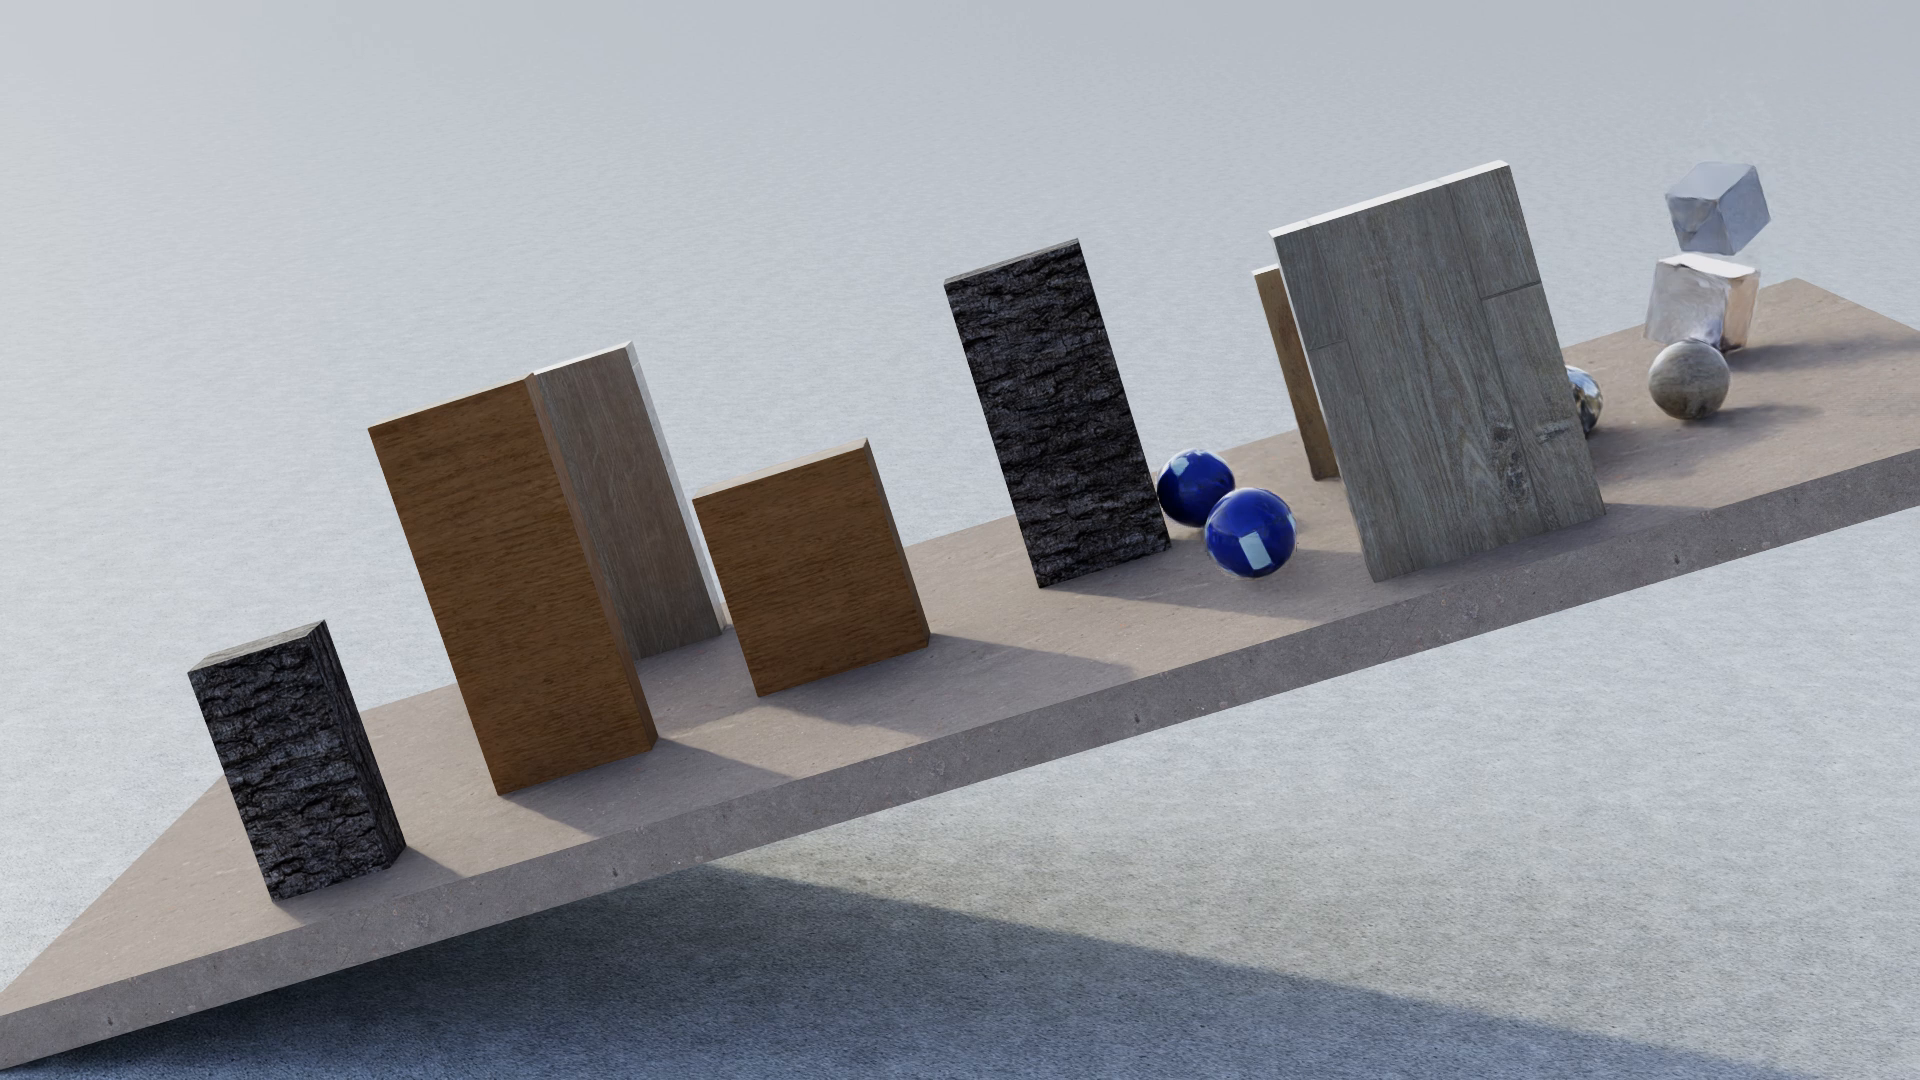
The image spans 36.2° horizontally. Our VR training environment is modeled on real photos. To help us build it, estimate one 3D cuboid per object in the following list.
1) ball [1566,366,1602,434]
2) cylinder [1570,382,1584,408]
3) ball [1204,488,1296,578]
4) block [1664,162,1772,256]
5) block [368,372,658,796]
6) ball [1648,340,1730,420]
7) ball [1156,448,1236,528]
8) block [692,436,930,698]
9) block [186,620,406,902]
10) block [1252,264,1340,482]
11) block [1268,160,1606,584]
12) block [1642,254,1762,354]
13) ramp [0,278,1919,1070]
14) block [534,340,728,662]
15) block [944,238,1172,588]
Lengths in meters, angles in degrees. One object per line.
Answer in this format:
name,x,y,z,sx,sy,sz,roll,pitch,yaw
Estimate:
ball,1.257,-0.285,6.115,0.154,0.154,0.154,0,11,0
cylinder,1.146,-0.246,5.887,0.162,0.162,0.162,20,-2,1
ball,0.562,-0.014,5.684,0.177,0.177,0.177,0,11,0
block,1.654,-0.725,6.421,0.142,0.142,0.142,-40,32,-26
block,-0.902,0.091,5.969,0.332,0.795,0.108,-17,10,5
ball,1.470,-0.322,5.929,0.161,0.161,0.161,0,11,0
ball,0.513,-0.112,6.384,0.173,0.173,0.173,0,11,0
block,-0.308,0.057,6.150,0.372,0.440,0.131,-17,10,5
block,-1.286,0.429,5.720,0.243,0.481,0.148,-17,10,5
block,0.900,-0.418,6.504,0.385,0.480,0.082,-17,10,5
block,0.880,-0.310,5.428,0.441,0.670,0.123,-17,10,5
block,1.624,-0.517,6.437,0.172,0.172,0.172,18,20,32
ramp,0.098,0.184,6.313,4.000,0.100,2.000,-17,10,5
block,-0.796,-0.084,6.943,0.273,0.716,0.115,-17,10,5
block,0.211,-0.271,6.309,0.298,0.686,0.115,-17,10,5
